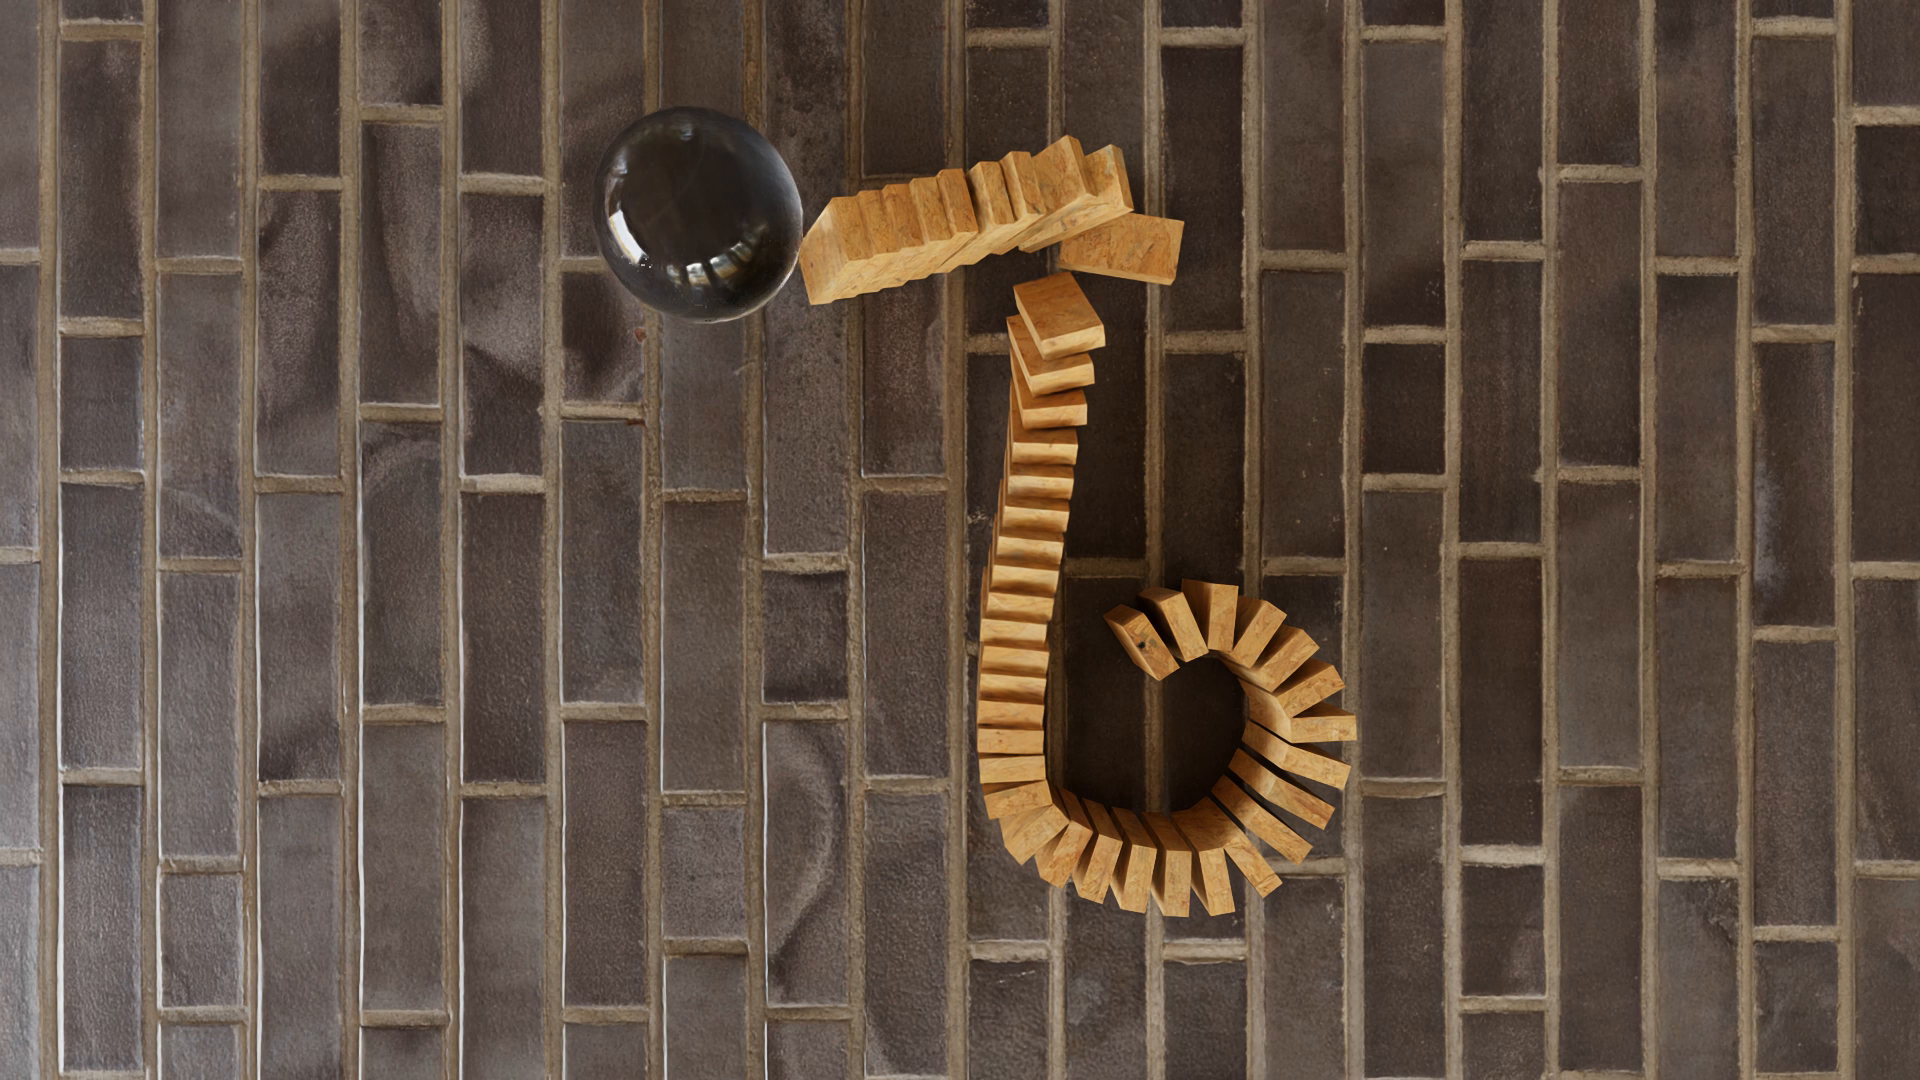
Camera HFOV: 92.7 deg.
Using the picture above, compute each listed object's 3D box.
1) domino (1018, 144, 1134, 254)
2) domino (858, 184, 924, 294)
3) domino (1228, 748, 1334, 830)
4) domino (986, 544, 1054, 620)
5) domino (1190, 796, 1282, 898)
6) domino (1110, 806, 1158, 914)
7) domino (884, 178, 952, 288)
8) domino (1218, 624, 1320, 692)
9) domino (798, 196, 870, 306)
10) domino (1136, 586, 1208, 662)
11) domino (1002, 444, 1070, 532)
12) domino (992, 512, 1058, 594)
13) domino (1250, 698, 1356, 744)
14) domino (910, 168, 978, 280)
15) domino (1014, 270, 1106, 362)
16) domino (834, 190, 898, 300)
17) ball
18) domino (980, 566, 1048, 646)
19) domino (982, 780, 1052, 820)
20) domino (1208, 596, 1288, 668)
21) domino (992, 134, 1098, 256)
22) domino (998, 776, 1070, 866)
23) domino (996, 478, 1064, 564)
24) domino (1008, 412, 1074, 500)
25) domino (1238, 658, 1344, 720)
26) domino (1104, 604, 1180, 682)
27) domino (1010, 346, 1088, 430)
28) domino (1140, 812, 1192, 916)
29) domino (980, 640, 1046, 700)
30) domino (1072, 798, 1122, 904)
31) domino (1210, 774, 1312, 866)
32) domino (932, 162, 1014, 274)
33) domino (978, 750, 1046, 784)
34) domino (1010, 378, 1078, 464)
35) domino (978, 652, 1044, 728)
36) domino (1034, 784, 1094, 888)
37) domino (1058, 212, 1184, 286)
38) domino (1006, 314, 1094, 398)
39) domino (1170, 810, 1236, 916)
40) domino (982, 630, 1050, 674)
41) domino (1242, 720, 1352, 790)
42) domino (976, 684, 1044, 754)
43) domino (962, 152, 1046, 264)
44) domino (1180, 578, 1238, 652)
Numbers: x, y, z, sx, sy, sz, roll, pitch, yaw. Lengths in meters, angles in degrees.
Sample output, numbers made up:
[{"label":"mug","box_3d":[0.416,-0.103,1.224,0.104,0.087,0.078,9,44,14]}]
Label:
[{"label":"domino","box_3d":[0.045,-0.141,0.382,0.050,0.009,0.025,-12,90,36]},{"label":"domino","box_3d":[-0.032,-0.122,0.376,0.010,0.050,0.025,-14,90,-27]},{"label":"domino","box_3d":[0.130,0.101,0.375,0.025,0.050,0.009,28,90,0]},{"label":"domino","box_3d":[0.024,0.016,0.375,0.025,0.050,0.010,6,112,0]},{"label":"domino","box_3d":[0.112,0.124,0.375,0.009,0.050,0.025,-38,90,0]},{"label":"domino","box_3d":[0.068,0.129,0.375,0.010,0.050,0.025,11,90,0]},{"label":"domino","box_3d":[-0.022,-0.125,0.376,0.010,0.050,0.025,-14,90,-27]},{"label":"domino","box_3d":[0.125,0.046,0.375,0.025,0.050,0.010,-43,90,0]},{"label":"domino","box_3d":[-0.053,-0.117,0.376,0.010,0.050,0.025,-14,90,-27]},{"label":"domino","box_3d":[0.086,0.033,0.375,0.009,0.050,0.025,-23,90,0]},{"label":"domino","box_3d":[0.031,-0.022,0.377,0.025,0.050,0.010,5,125,0]},{"label":"domino","box_3d":[0.026,0.004,0.375,0.025,0.050,0.010,6,116,0]},{"label":"domino","box_3d":[0.139,0.072,0.375,0.025,0.050,0.009,-3,90,0]},{"label":"domino","box_3d":[-0.011,-0.128,0.376,0.010,0.050,0.025,-14,90,-27]},{"label":"domino","box_3d":[0.040,-0.093,0.378,0.025,0.050,0.010,-15,132,0]},{"label":"domino","box_3d":[-0.042,-0.120,0.376,0.009,0.050,0.025,-14,90,-27]},{"label":"ball","box_3d":[-0.102,-0.126,0.360,0.080,0.080,0.080,0,90,0]},{"label":"domino","box_3d":[0.021,0.026,0.375,0.025,0.050,0.010,6,112,0]},{"label":"domino","box_3d":[0.022,0.098,0.375,0.025,0.050,0.010,-14,92,0]},{"label":"domino","box_3d":[0.114,0.036,0.375,0.009,0.050,0.025,34,90,0]},{"label":"domino","box_3d":[0.030,-0.142,0.380,0.050,0.009,0.025,-21,85,37]},{"label":"domino","box_3d":[0.029,0.112,0.375,0.025,0.050,0.009,-41,93,0]},{"label":"domino","box_3d":[0.028,-0.009,0.376,0.025,0.050,0.009,6,120,0]},{"label":"domino","box_3d":[0.032,-0.036,0.377,0.025,0.050,0.010,4,128,0]},{"label":"domino","box_3d":[0.134,0.058,0.375,0.025,0.050,0.009,-30,90,0]},{"label":"domino","box_3d":[0.073,0.041,0.375,0.010,0.050,0.025,-33,90,0]},{"label":"domino","box_3d":[0.036,-0.065,0.378,0.025,0.050,0.010,-5,131,0]},{"label":"domino","box_3d":[0.083,0.131,0.375,0.009,0.050,0.025,3,90,0]},{"label":"domino","box_3d":[0.021,0.047,0.375,0.025,0.050,0.010,5,112,0]},{"label":"domino","box_3d":[0.054,0.126,0.375,0.009,0.050,0.025,19,90,0]},{"label":"domino","box_3d":[0.122,0.113,0.375,0.025,0.050,0.010,37,90,0]},{"label":"domino","box_3d":[0.001,-0.131,0.376,0.009,0.050,0.025,-14,90,-33]},{"label":"domino","box_3d":[0.020,0.085,0.375,0.025,0.050,0.010,-3,96,0]},{"label":"domino","box_3d":[0.034,-0.050,0.378,0.025,0.050,0.010,2,130,0]},{"label":"domino","box_3d":[0.020,0.060,0.375,0.025,0.050,0.009,4,107,0]},{"label":"domino","box_3d":[0.040,0.120,0.375,0.009,0.050,0.025,29,90,-1]},{"label":"domino","box_3d":[0.069,-0.127,0.395,0.050,0.010,0.025,9,90,0]},{"label":"domino","box_3d":[0.037,-0.079,0.378,0.025,0.050,0.009,-13,132,0]},{"label":"domino","box_3d":[0.098,0.131,0.375,0.010,0.050,0.025,-11,90,0]},{"label":"domino","box_3d":[0.022,0.037,0.375,0.025,0.050,0.010,6,112,0]},{"label":"domino","box_3d":[0.136,0.087,0.375,0.025,0.050,0.010,19,90,0]},{"label":"domino","box_3d":[0.020,0.072,0.375,0.025,0.050,0.010,2,101,0]},{"label":"domino","box_3d":[0.013,-0.135,0.377,0.009,0.050,0.025,-14,90,-35]},{"label":"domino","box_3d":[0.100,0.030,0.375,0.009,0.050,0.025,5,90,0]}]
